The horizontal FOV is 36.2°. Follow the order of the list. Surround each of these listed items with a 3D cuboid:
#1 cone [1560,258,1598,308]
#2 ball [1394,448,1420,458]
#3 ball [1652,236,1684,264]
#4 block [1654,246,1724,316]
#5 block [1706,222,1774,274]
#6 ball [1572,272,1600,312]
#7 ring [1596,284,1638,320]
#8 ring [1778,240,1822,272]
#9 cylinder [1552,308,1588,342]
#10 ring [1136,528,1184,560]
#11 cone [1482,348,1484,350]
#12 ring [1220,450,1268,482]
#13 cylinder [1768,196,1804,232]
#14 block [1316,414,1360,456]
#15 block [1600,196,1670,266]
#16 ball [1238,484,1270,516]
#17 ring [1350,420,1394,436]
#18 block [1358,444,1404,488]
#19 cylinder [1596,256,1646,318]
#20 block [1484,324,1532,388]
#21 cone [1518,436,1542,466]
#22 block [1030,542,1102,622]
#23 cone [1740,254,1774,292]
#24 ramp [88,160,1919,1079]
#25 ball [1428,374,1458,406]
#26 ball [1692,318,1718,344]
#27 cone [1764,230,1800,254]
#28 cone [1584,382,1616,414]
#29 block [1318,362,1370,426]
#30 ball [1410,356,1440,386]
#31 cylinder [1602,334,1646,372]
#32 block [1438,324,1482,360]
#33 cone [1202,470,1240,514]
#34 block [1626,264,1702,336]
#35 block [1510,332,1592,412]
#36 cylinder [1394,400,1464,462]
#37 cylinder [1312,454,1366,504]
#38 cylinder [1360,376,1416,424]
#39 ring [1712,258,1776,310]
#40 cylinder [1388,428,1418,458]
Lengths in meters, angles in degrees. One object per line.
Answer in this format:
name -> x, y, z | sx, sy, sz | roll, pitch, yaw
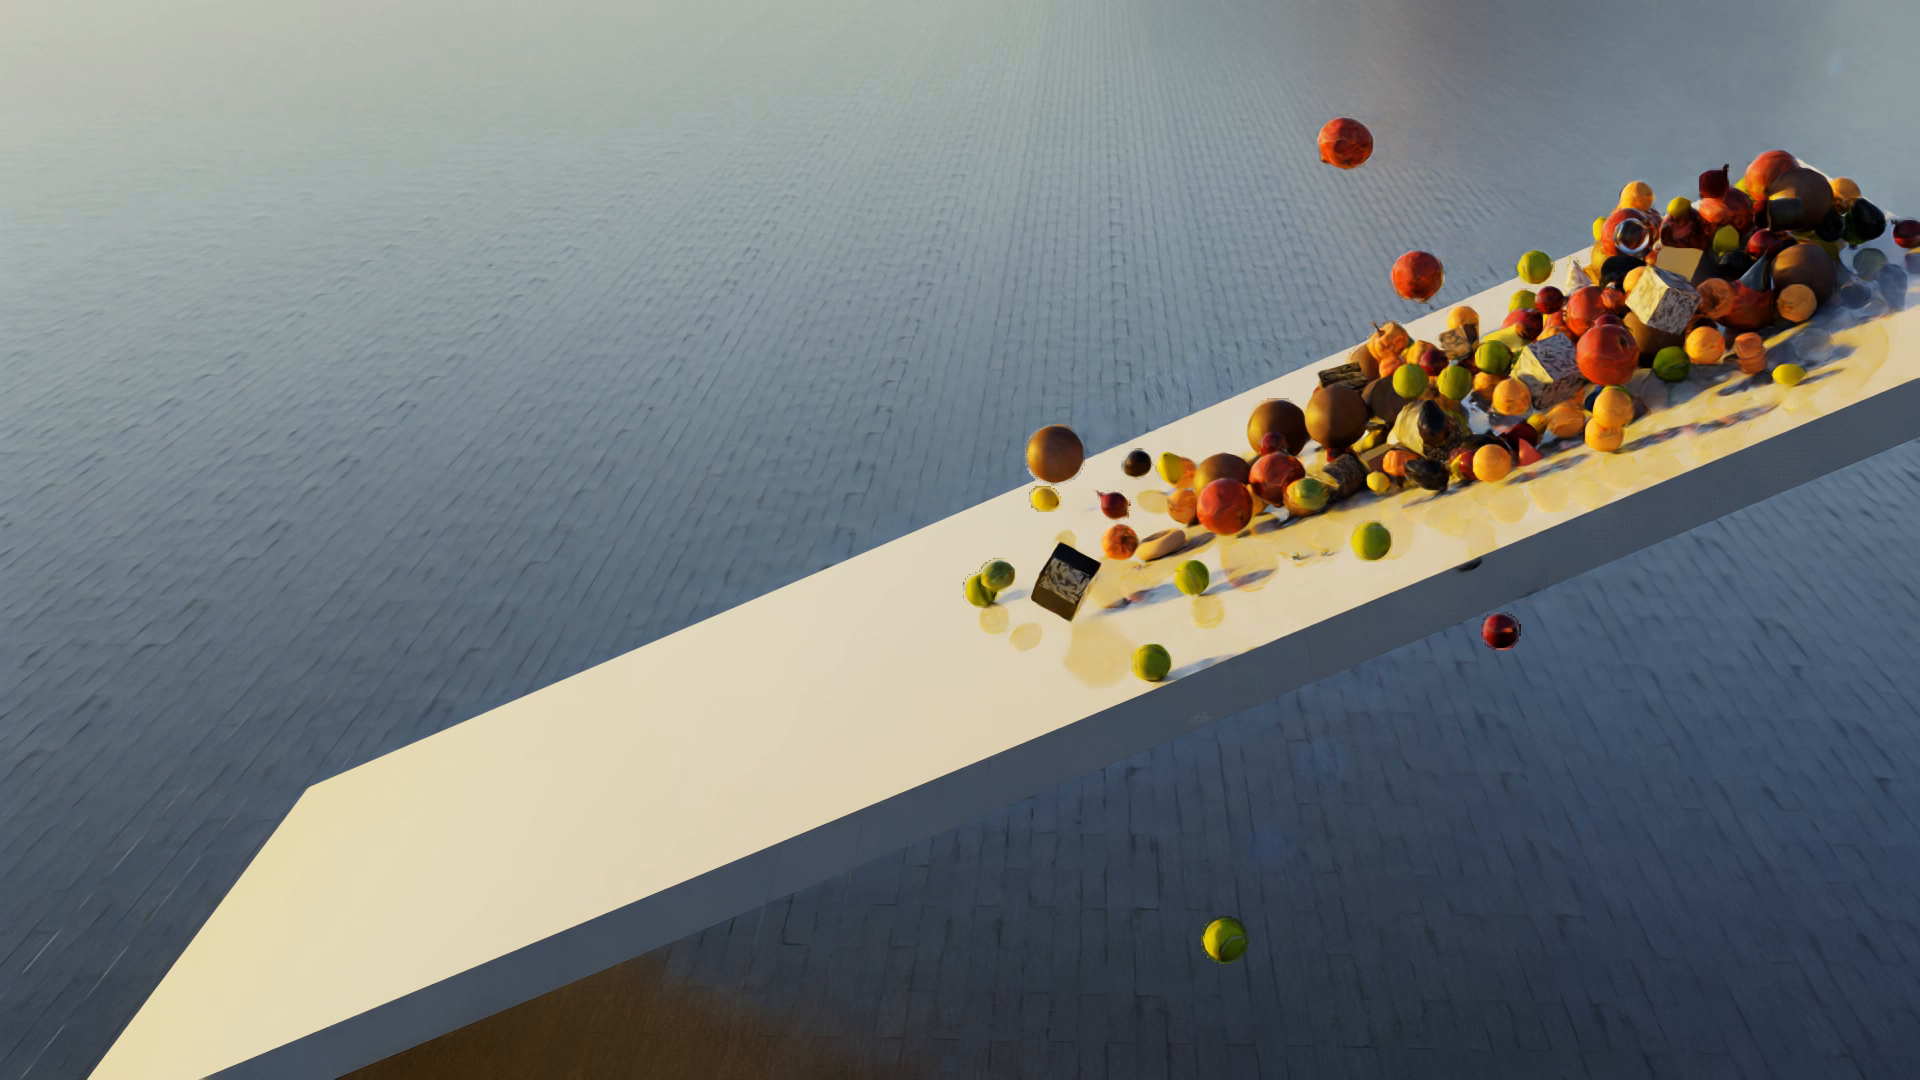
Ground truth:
cone -> 1.285, -0.541, 6.123 | 0.096, 0.096, 0.096 | -12, -3, -1
ball -> 0.908, -0.200, 5.949 | 0.070, 0.070, 0.070 | 0, 15, 0
ball -> 1.502, -0.608, 6.234 | 0.070, 0.070, 0.070 | 0, 15, 0
block -> 1.427, -0.511, 5.794 | 0.094, 0.094, 0.094 | 11, -19, 45
block -> 1.615, -0.583, 6.097 | 0.099, 0.099, 0.099 | -24, 12, 27
ball -> 1.368, -0.544, 6.452 | 0.085, 0.085, 0.085 | 0, 15, 0
ring -> 1.364, -0.501, 6.022 | 0.121, 0.040, 0.121 | -2, 56, 3
ring -> 1.726, -0.584, 6.048 | 0.098, 0.033, 0.098 | -33, 4, 3
cylinder -> 1.291, -0.456, 6.220 | 0.053, 0.053, 0.053 | 33, 5, -19
ring -> 0.415, 0.008, 6.093 | 0.109, 0.036, 0.109 | -22, 9, 4
cone -> 1.137, -0.431, 6.545 | 0.072, 0.072, 0.072 | 21, 25, 35
ring -> 0.619, -0.160, 6.403 | 0.112, 0.037, 0.112 | -24, 14, 6
cylinder -> 1.613, -0.636, 5.749 | 0.063, 0.063, 0.063 | -4, 14, 11
block -> 0.792, -0.218, 6.170 | 0.063, 0.063, 0.063 | 45, 6, 9
block -> 1.511, -0.692, 6.586 | 0.096, 0.096, 0.096 | 23, 31, -18
ball -> 0.604, -0.083, 6.055 | 0.064, 0.064, 0.064 | 0, 15, 0
ring -> 0.883, -0.257, 6.293 | 0.123, 0.041, 0.123 | -23, 11, 5
block -> 0.842, -0.148, 5.880 | 0.062, 0.062, 0.062 | -27, 13, -6
cylinder -> 1.338, -0.512, 5.945 | 0.090, 0.090, 0.090 | -2, 48, 2
block -> 1.151, -0.386, 6.156 | 0.081, 0.081, 0.081 | -20, 41, 25
cone -> 1.072, -0.174, 5.581 | 0.052, 0.052, 0.052 | -23, 13, 6
block -> 0.211, 0.084, 5.880 | 0.094, 0.094, 0.094 | 28, 56, 8
cone -> 1.545, -0.524, 5.667 | 0.067, 0.067, 0.067 | 6, 32, -4
ramp -> 0.132, 0.170, 6.284 | 4.000, 0.100, 2.000 | -23, 13, 8
ball -> 1.023, -0.317, 6.222 | 0.065, 0.065, 0.065 | 0, 15, 0
ball -> 1.471, -0.413, 5.808 | 0.050, 0.050, 0.050 | 0, 15, 0
cone -> 1.708, -0.629, 6.170 | 0.075, 0.075, 0.075 | -5, -5, -18
cone -> 1.230, -0.283, 5.646 | 0.060, 0.060, 0.060 | 3, 46, 11
block -> 0.817, -0.307, 6.229 | 0.089, 0.089, 0.089 | -15, 46, 0
ball -> 1.019, -0.368, 6.433 | 0.066, 0.066, 0.066 | 0, 15, 0
cylinder -> 1.328, -0.374, 5.887 | 0.062, 0.062, 0.062 | -16, 3, 38
block -> 1.034, -0.407, 6.081 | 0.058, 0.058, 0.058 | -21, -9, 34
cone -> 0.567, -0.098, 6.237 | 0.094, 0.094, 0.094 | 6, 16, 12
block -> 1.353, -0.461, 5.651 | 0.087, 0.087, 0.087 | 13, 29, -26
block -> 1.140, -0.325, 5.683 | 0.094, 0.094, 0.094 | -20, 61, -25
cylinder -> 0.917, -0.213, 5.754 | 0.096, 0.096, 0.096 | -7, 24, -25
cylinder -> 0.759, -0.122, 5.898 | 0.074, 0.074, 0.074 | -37, 30, -20
cylinder -> 0.874, -0.286, 6.002 | 0.095, 0.095, 0.095 | -1, -1, -4
ring -> 1.575, -0.514, 5.912 | 0.139, 0.139, 0.046 | -10, 60, -33
cylinder -> 0.888, -0.199, 5.859 | 0.052, 0.052, 0.052 | 32, 3, -23
